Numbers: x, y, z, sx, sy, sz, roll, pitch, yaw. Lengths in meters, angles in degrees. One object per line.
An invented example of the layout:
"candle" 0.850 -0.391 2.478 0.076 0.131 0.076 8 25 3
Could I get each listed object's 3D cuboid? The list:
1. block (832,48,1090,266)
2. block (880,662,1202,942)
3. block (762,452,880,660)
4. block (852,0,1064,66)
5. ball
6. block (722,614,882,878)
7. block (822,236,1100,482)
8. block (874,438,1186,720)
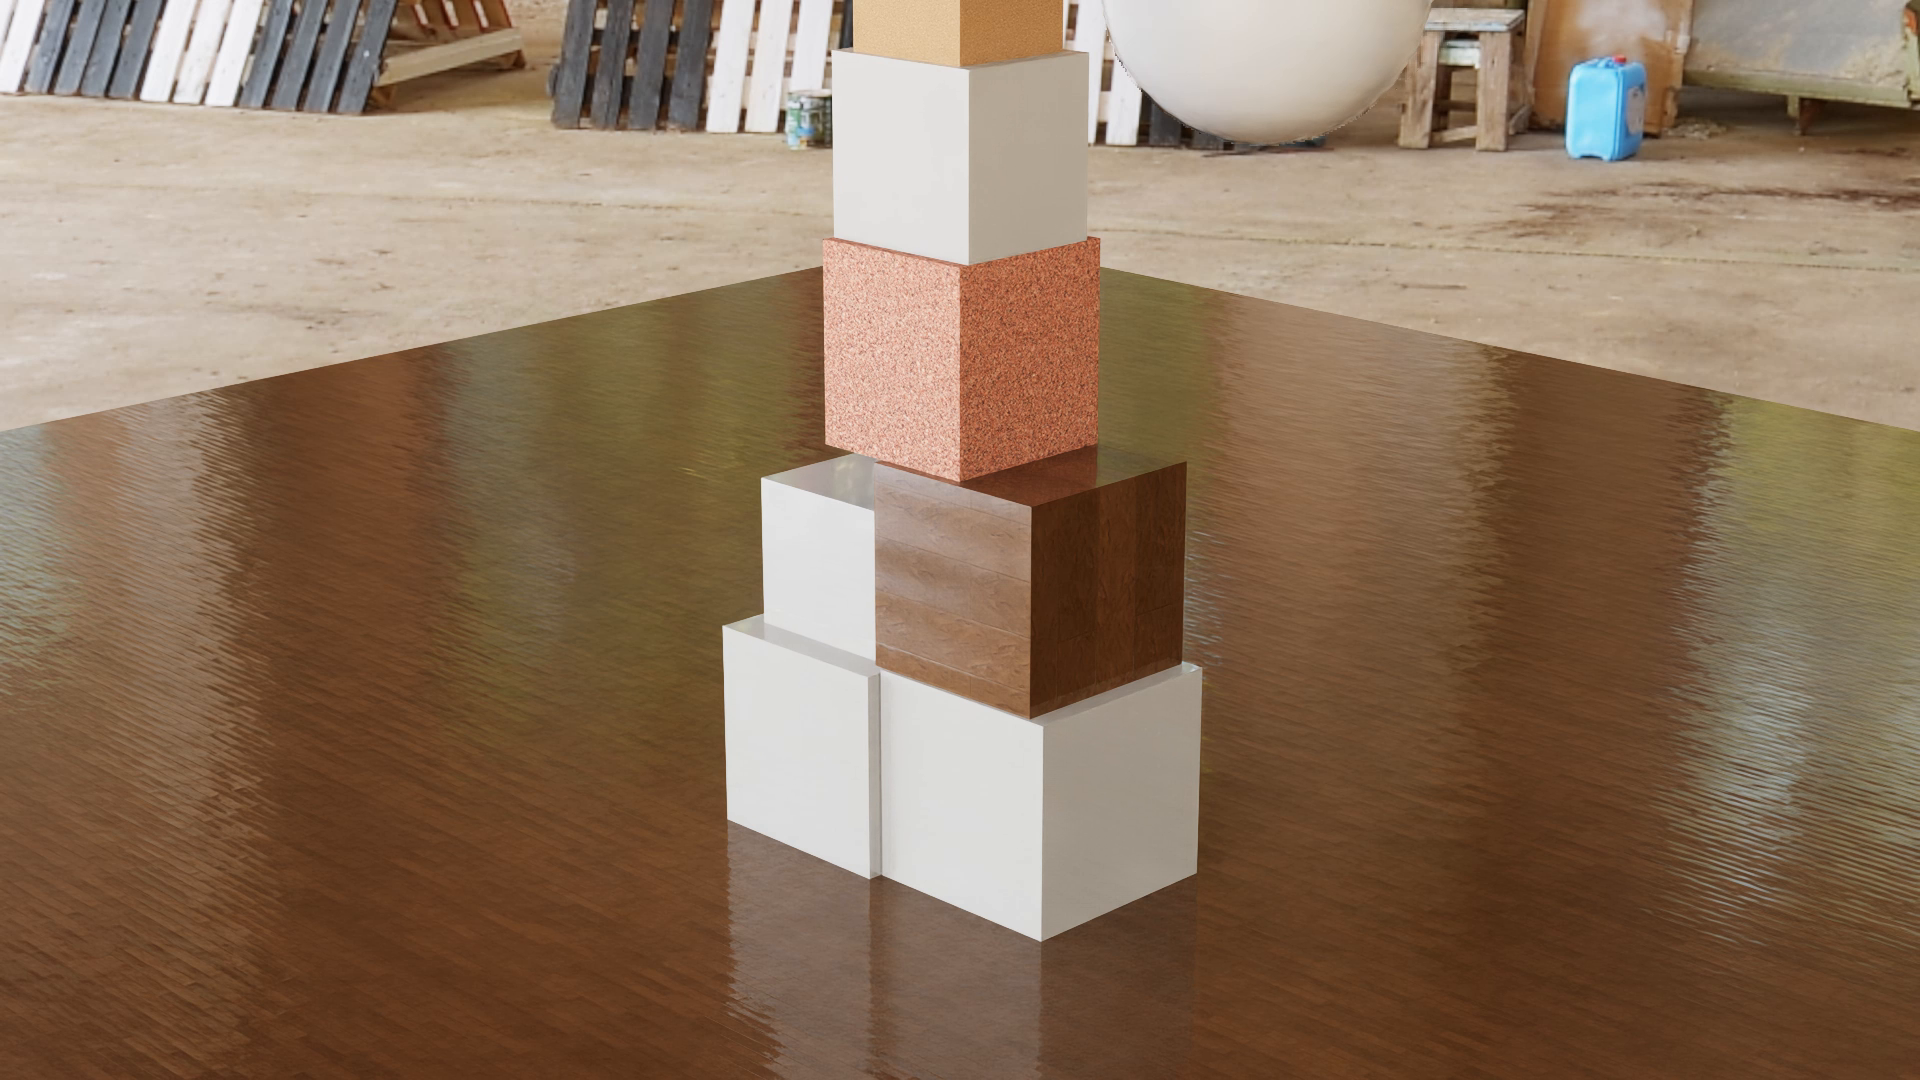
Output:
"block" 0.001 -1.720 12.802 0.737 0.824 0.838 -17 24 -42
"block" 0.367 1.056 13.314 1.040 1.002 1.002 -17 24 -42
"block" -0.337 0.051 13.723 0.820 0.711 0.838 -17 24 -42
"block" -0.008 -2.435 12.568 0.629 0.679 0.651 -17 24 -42
"ball" 1.467 -2.701 14.030 1.600 1.600 1.600 0 17 0
"block" -0.360 0.856 13.984 1.145 0.981 0.994 -17 24 -42
"block" 0.008 -0.882 13.073 0.879 0.939 0.853 -17 24 -42
"block" 0.311 0.108 13.073 0.994 0.950 0.960 -17 24 -42
